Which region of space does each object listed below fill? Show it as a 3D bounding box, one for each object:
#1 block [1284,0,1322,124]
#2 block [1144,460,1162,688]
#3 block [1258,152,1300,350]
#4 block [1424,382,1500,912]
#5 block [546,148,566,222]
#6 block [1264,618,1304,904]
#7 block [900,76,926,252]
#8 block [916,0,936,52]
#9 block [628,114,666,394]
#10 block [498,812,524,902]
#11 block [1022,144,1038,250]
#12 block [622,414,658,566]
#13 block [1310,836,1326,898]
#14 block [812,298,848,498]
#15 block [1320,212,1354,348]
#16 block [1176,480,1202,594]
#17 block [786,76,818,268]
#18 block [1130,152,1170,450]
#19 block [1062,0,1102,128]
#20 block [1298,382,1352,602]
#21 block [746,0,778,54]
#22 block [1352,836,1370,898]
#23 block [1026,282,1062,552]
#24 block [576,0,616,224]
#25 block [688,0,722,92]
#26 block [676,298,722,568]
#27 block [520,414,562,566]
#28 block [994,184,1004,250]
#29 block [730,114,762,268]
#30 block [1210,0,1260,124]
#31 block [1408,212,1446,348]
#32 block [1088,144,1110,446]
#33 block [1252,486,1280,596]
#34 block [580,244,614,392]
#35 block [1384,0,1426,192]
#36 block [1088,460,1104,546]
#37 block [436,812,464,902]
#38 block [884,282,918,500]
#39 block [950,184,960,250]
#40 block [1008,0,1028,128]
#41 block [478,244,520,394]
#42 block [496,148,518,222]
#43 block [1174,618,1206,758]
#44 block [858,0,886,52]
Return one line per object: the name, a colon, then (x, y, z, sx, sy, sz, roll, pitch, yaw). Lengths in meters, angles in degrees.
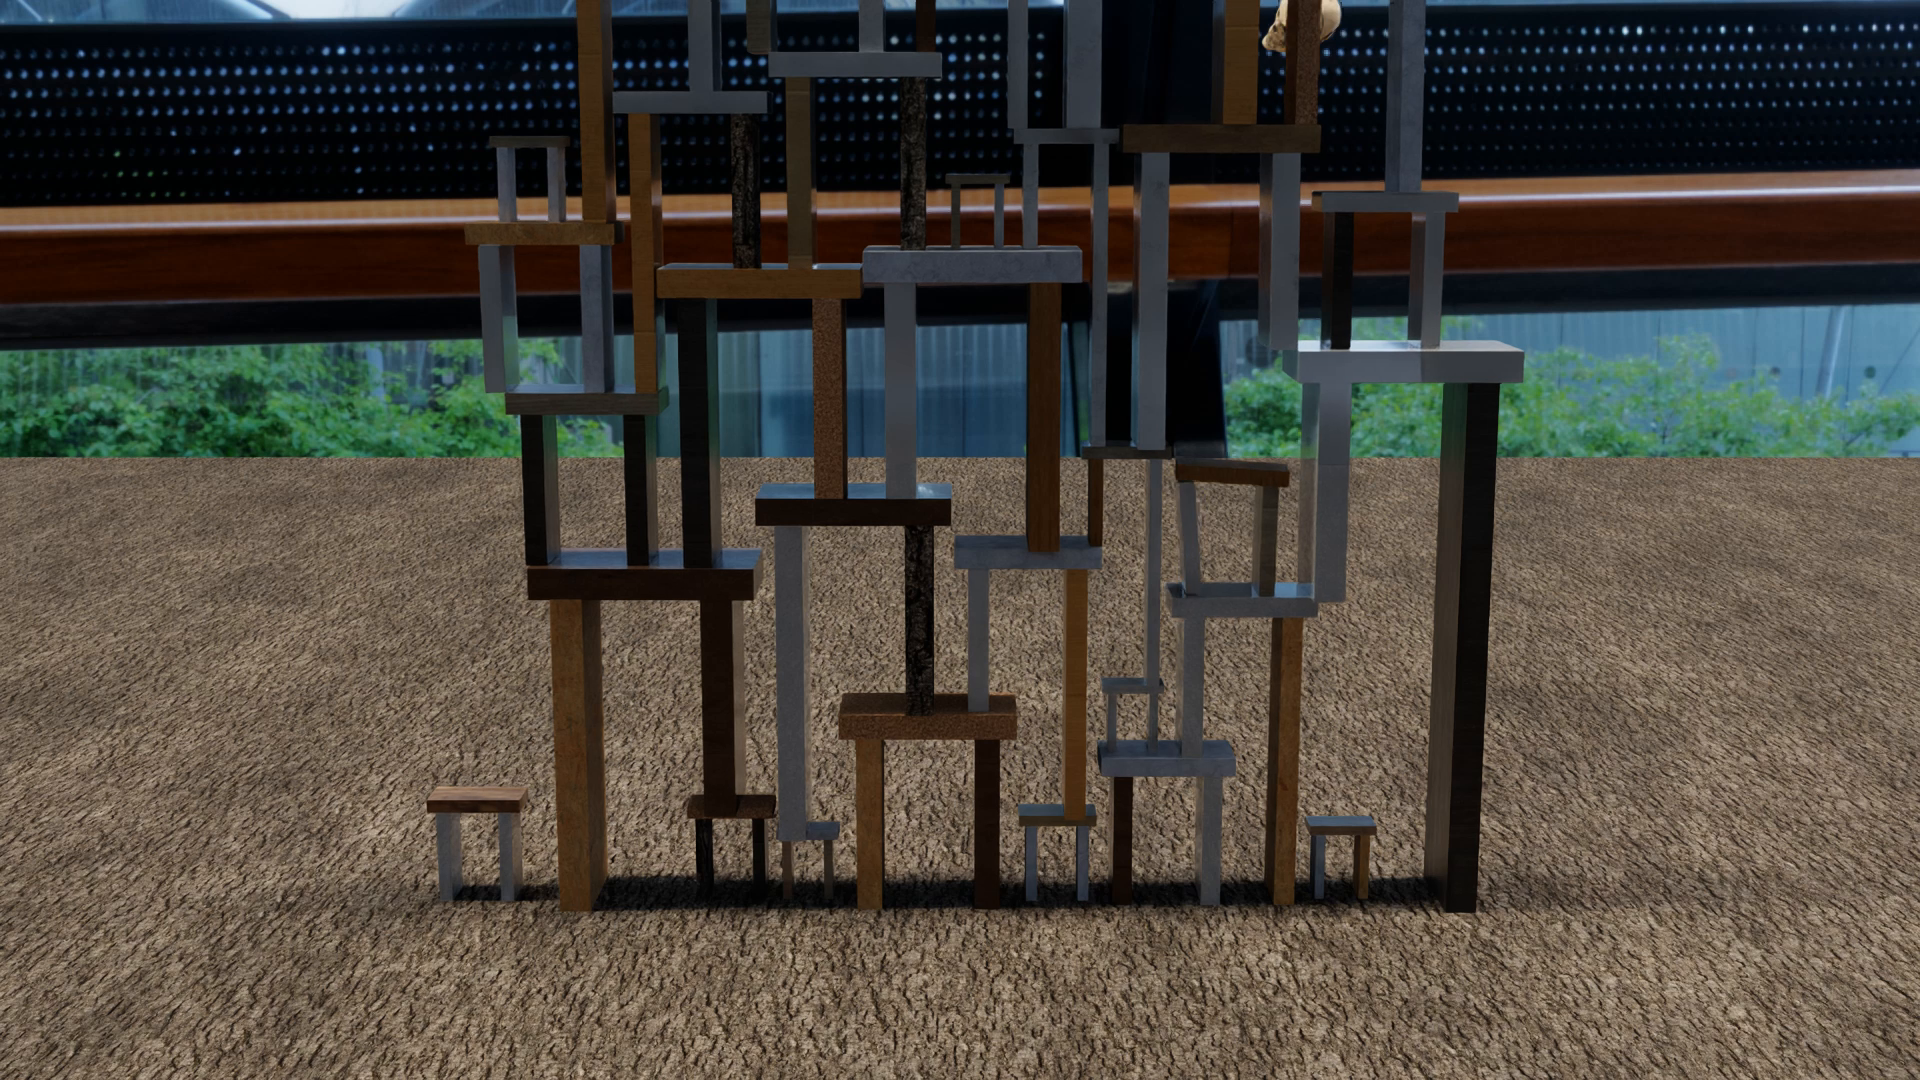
block: (0.531, -0.766, 3.411, 0.034, 0.239, 0.120, 0, 10, 0)
block: (0.312, 0.048, 3.565, 0.020, 0.374, 0.071, 0, 11, 0)
block: (0.503, -0.458, 3.470, 0.043, 0.302, 0.151, -1, 10, 0)
block: (0.816, 0.165, 3.587, 0.049, 0.866, 0.175, 0, 11, 0)
block: (-0.633, -0.559, 3.454, 0.016, 0.116, 0.058, 1, 12, 1)
block: (0.533, 0.351, 3.629, 0.033, 0.484, 0.117, 0, 11, 0)
block: (-0.073, -0.589, 3.446, 0.037, 0.264, 0.132, 0, 11, 0)
block: (-0.052, -0.861, 3.400, 0.030, 0.212, 0.106, 0, 11, 0)
block: (-0.494, -0.454, 3.476, 0.034, 0.432, 0.118, 0, 11, 0)
block: (-0.747, 0.515, 3.655, 0.022, 0.152, 0.076, 0, 11, 0)
block: (0.110, -0.540, 3.457, 0.023, 0.163, 0.081, 0, 11, 0)
block: (-0.514, -0.089, 3.545, 0.034, 0.242, 0.121, 0, 11, 0)
block: (0.595, 0.536, 3.661, 0.016, 0.110, 0.055, 0, 11, 0)
block: (-0.207, -0.234, 3.513, 0.045, 0.315, 0.157, 0, 11, 0)
block: (0.596, -0.413, 3.478, 0.030, 0.212, 0.106, 0, 11, 0)
block: (0.369, -0.009, 3.555, 0.025, 0.178, 0.089, -4, 7, 2)
block: (-0.248, -0.576, 3.448, 0.037, 0.291, 0.132, 0, 11, 0)
block: (0.300, -0.381, 3.485, 0.043, 0.460, 0.151, 0, 11, 0)
block: (0.190, -0.823, 3.408, 0.051, 0.364, 0.179, 0, 10, 0)
block: (0.585, -0.088, 3.535, 0.049, 0.349, 0.175, 0, 11, 0)
block: (-0.307, -0.883, 3.396, 0.036, 0.257, 0.129, 0, 11, 0)
block: (0.668, 0.536, 3.661, 0.016, 0.110, 0.055, 0, 11, 0)
block: (0.133, -0.205, 3.522, 0.048, 0.424, 0.170, 0, 11, 0)
block: (-0.568, -0.728, 3.431, 0.036, 0.458, 0.128, 0, 11, -2)
block: (-0.396, -0.826, 3.409, 0.036, 0.257, 0.128, 0, 11, 0)
block: (-0.416, -0.179, 3.524, 0.045, 0.427, 0.158, 0, 11, 0)
block: (-0.675, -0.089, 3.545, 0.034, 0.242, 0.121, 0, 11, 0)
block: (0.061, -0.511, 3.465, 0.014, 0.102, 0.051, 0, 11, 0)
block: (-0.336, -0.550, 3.457, 0.034, 0.237, 0.118, 0, 11, 0)
block: (0.427, -0.826, 3.407, 0.051, 0.358, 0.179, 0, 10, 0)
block: (0.737, -0.413, 3.477, 0.030, 0.211, 0.106, 0, 11, 0)
block: (0.219, -0.388, 3.485, 0.023, 0.473, 0.081, 0, 11, 0)
block: (0.493, -0.005, 3.554, 0.025, 0.178, 0.089, 1, 11, -1)
block: (-0.576, -0.356, 3.496, 0.033, 0.231, 0.116, 0, 11, -1)
block: (0.692, -0.715, 3.420, 0.034, 0.343, 0.120, -1, 10, 0)
block: (0.218, -0.066, 3.543, 0.020, 0.141, 0.071, 0, 11, 0)
block: (-0.848, 0.515, 3.655, 0.022, 0.152, 0.076, 0, 11, 0)
block: (-0.093, -0.247, 3.515, 0.048, 0.339, 0.170, 0, 11, 0)
block: (-0.007, -0.511, 3.465, 0.014, 0.102, 0.051, 0, 11, 0)
block: (0.089, -0.805, 3.410, 0.030, 0.327, 0.106, 0, 11, 1)
block: (-0.732, -0.356, 3.495, 0.033, 0.231, 0.116, -1, 11, 0)
block: (-0.712, -0.559, 3.454, 0.016, 0.116, 0.058, 1, 12, 0)
block: (0.377, 0.229, 3.606, 0.033, 0.234, 0.117, 0, 11, 0)
block: (-0.136, -0.883, 3.396, 0.036, 0.257, 0.129, 0, 11, 0)
